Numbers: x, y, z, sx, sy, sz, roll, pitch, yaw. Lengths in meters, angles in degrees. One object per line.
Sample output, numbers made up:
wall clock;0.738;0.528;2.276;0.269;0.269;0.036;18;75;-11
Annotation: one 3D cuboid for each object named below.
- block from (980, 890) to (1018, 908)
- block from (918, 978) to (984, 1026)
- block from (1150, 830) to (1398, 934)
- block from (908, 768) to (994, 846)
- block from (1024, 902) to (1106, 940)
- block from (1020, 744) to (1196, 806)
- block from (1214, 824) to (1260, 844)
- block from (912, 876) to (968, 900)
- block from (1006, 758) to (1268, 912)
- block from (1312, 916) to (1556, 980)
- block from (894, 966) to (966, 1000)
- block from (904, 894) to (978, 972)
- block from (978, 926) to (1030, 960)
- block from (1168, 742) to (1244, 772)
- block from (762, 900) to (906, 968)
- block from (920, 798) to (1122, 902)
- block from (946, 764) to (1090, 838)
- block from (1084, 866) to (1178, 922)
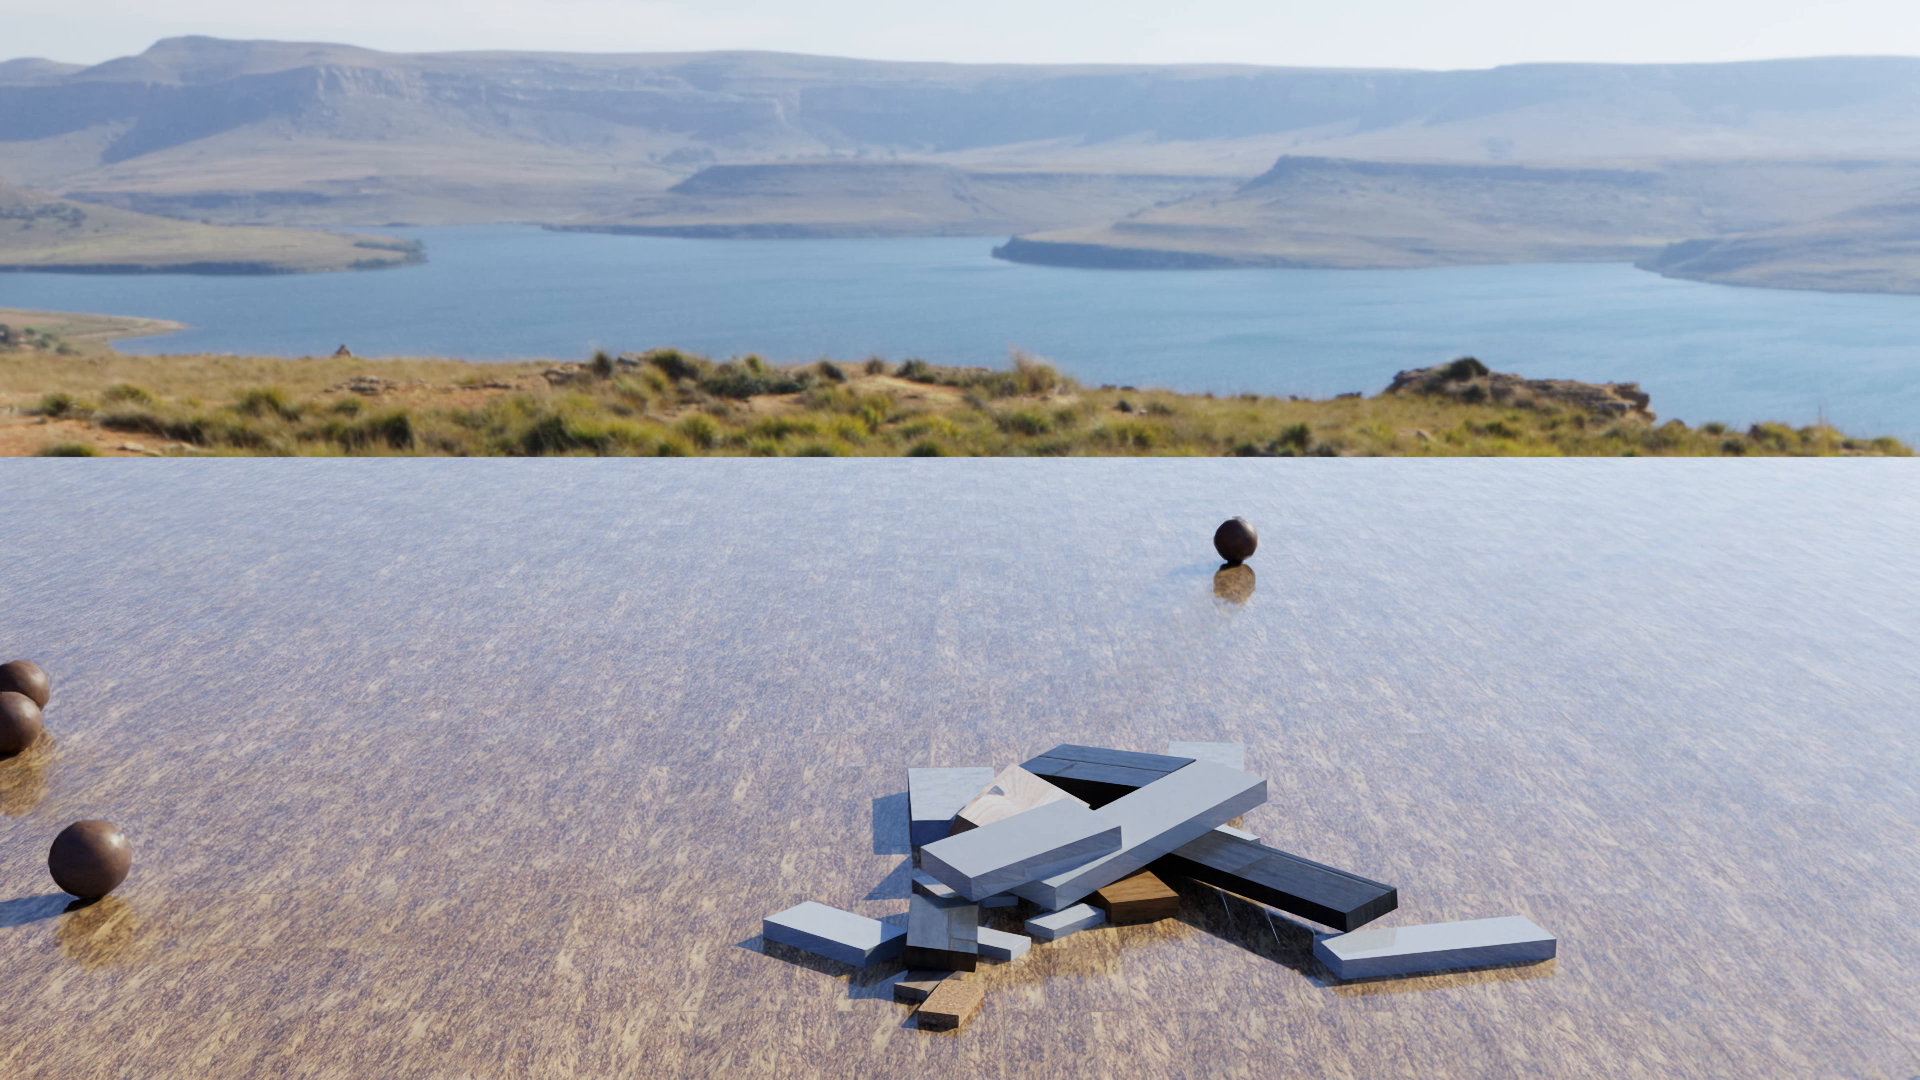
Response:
block;0.054;0.583;3.661;0.057;0.016;0.114;-3;11;-13
block;-0.013;0.670;3.188;0.062;0.018;0.124;3;11;17
block;0.457;0.540;3.670;0.117;0.033;0.608;-17;17;-35
block;-0.011;0.491;4.077;0.163;0.046;0.327;0;11;-3
block;0.169;0.609;3.519;0.062;0.018;0.124;10;15;43
block;0.271;0.448;4.169;0.327;0.046;0.163;2;15;44
block;0.409;0.527;3.915;0.117;0.033;0.235;-8;13;-37
block;-0.029;0.583;3.661;0.057;0.016;0.114;-6;12;-27
block;0.295;0.495;3.747;0.540;0.042;0.149;-19;23;-41
block;0.731;0.626;3.390;0.356;0.030;0.107;-3;11;-14
block;-0.045;0.655;3.276;0.057;0.016;0.114;6;12;29
block;-0.028;0.603;3.385;0.107;0.030;0.214;7;12;-1
block;0.041;0.626;3.427;0.124;0.018;0.062;6;12;31
block;0.477;0.455;4.282;0.149;0.042;0.298;1;11;7
block;-0.194;0.617;3.443;0.214;0.030;0.107;8;13;38
block;0.102;0.505;3.611;0.298;0.042;0.149;-14;20;-31
block;0.107;0.495;3.882;0.163;0.046;0.327;28;17;12
block;0.264;0.575;3.658;0.117;0.033;0.235;-3;11;-17
